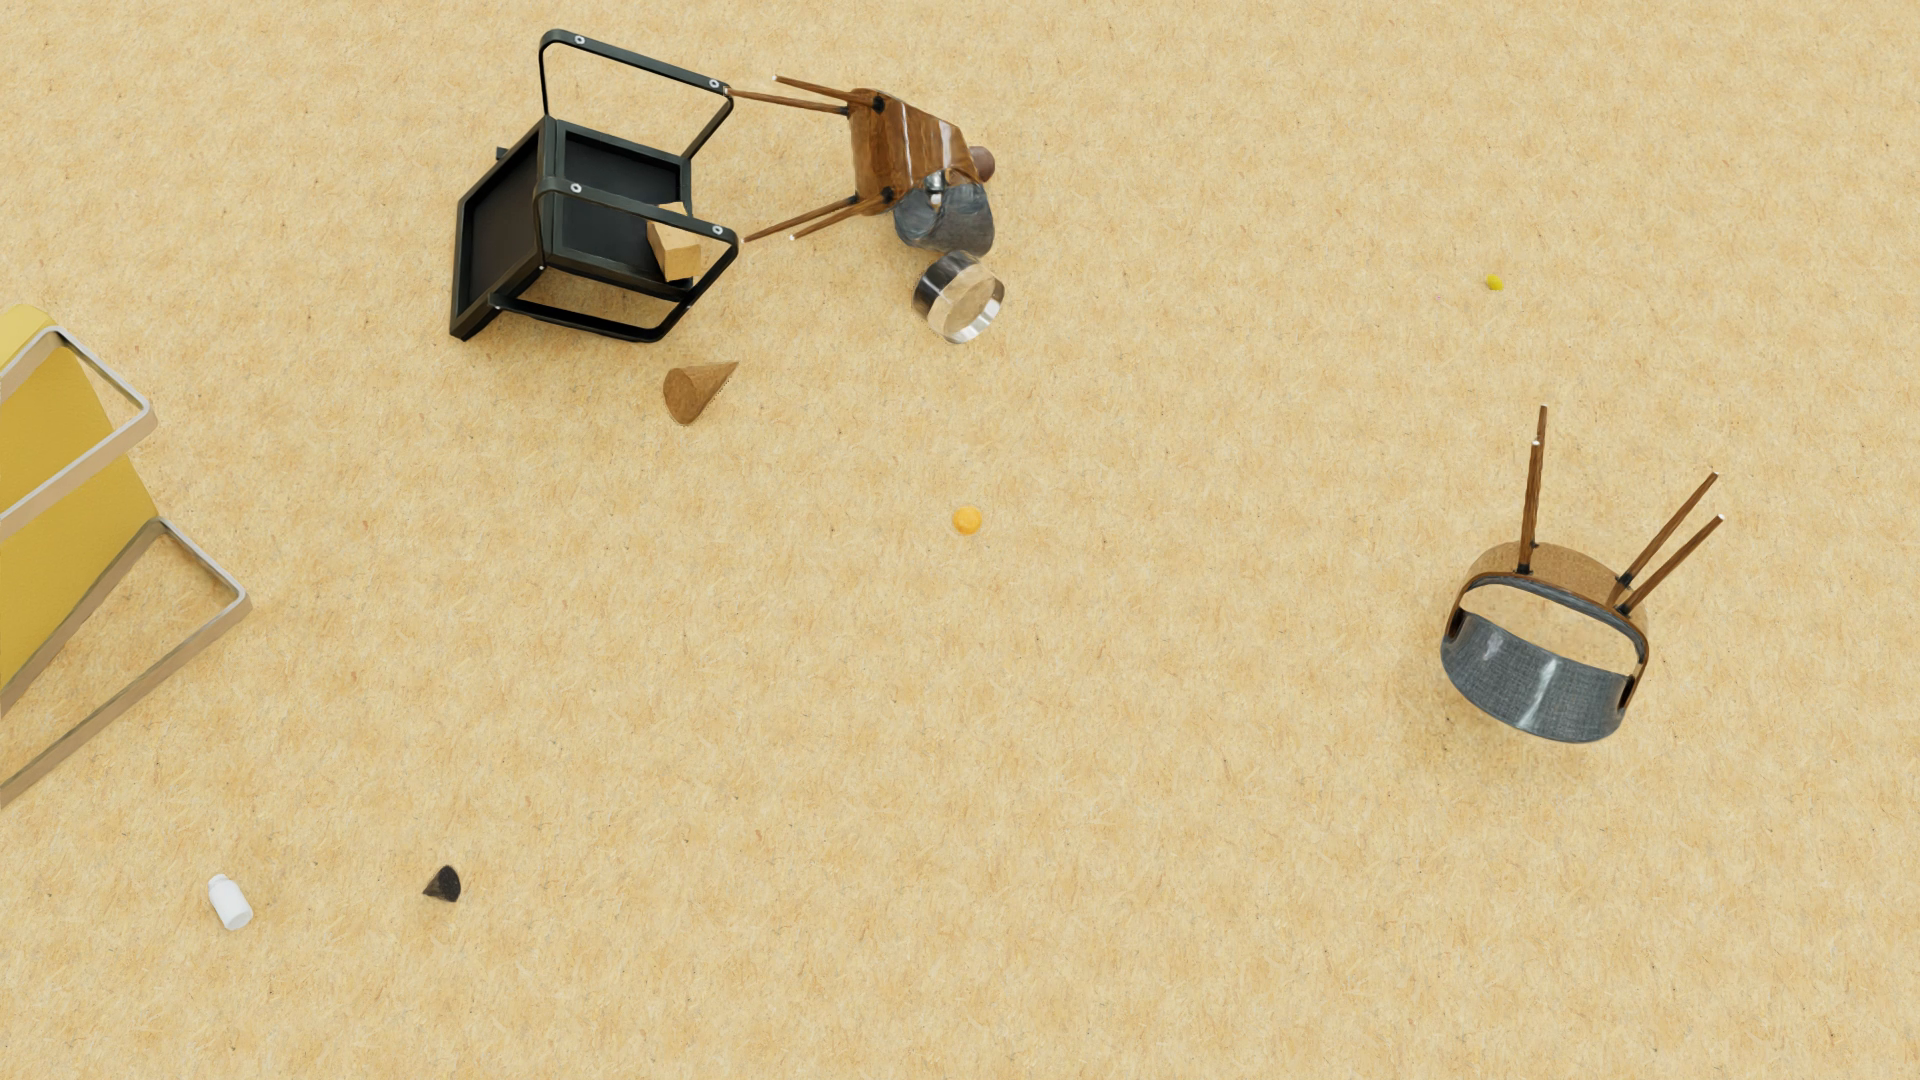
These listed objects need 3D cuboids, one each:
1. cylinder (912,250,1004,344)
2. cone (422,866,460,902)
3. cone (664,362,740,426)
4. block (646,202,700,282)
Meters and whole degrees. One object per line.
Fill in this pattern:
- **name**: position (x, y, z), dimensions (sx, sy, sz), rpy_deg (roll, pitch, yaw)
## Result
- **cylinder**: position (-0.004, -0.668, 6.055), dimensions (0.127, 0.260, 0.222), rpy_deg (44, 94, 21)
- **cone**: position (-1.412, 0.939, 5.918), dimensions (0.094, 0.096, 0.103), rpy_deg (-20, 48, 19)
- **cone**: position (-0.771, -0.497, 6.798), dimensions (0.153, 0.228, 0.249), rpy_deg (43, 54, 16)
- **block**: position (-0.894, -0.932, 6.865), dimensions (0.112, 0.129, 0.209), rpy_deg (-13, 51, -17)
